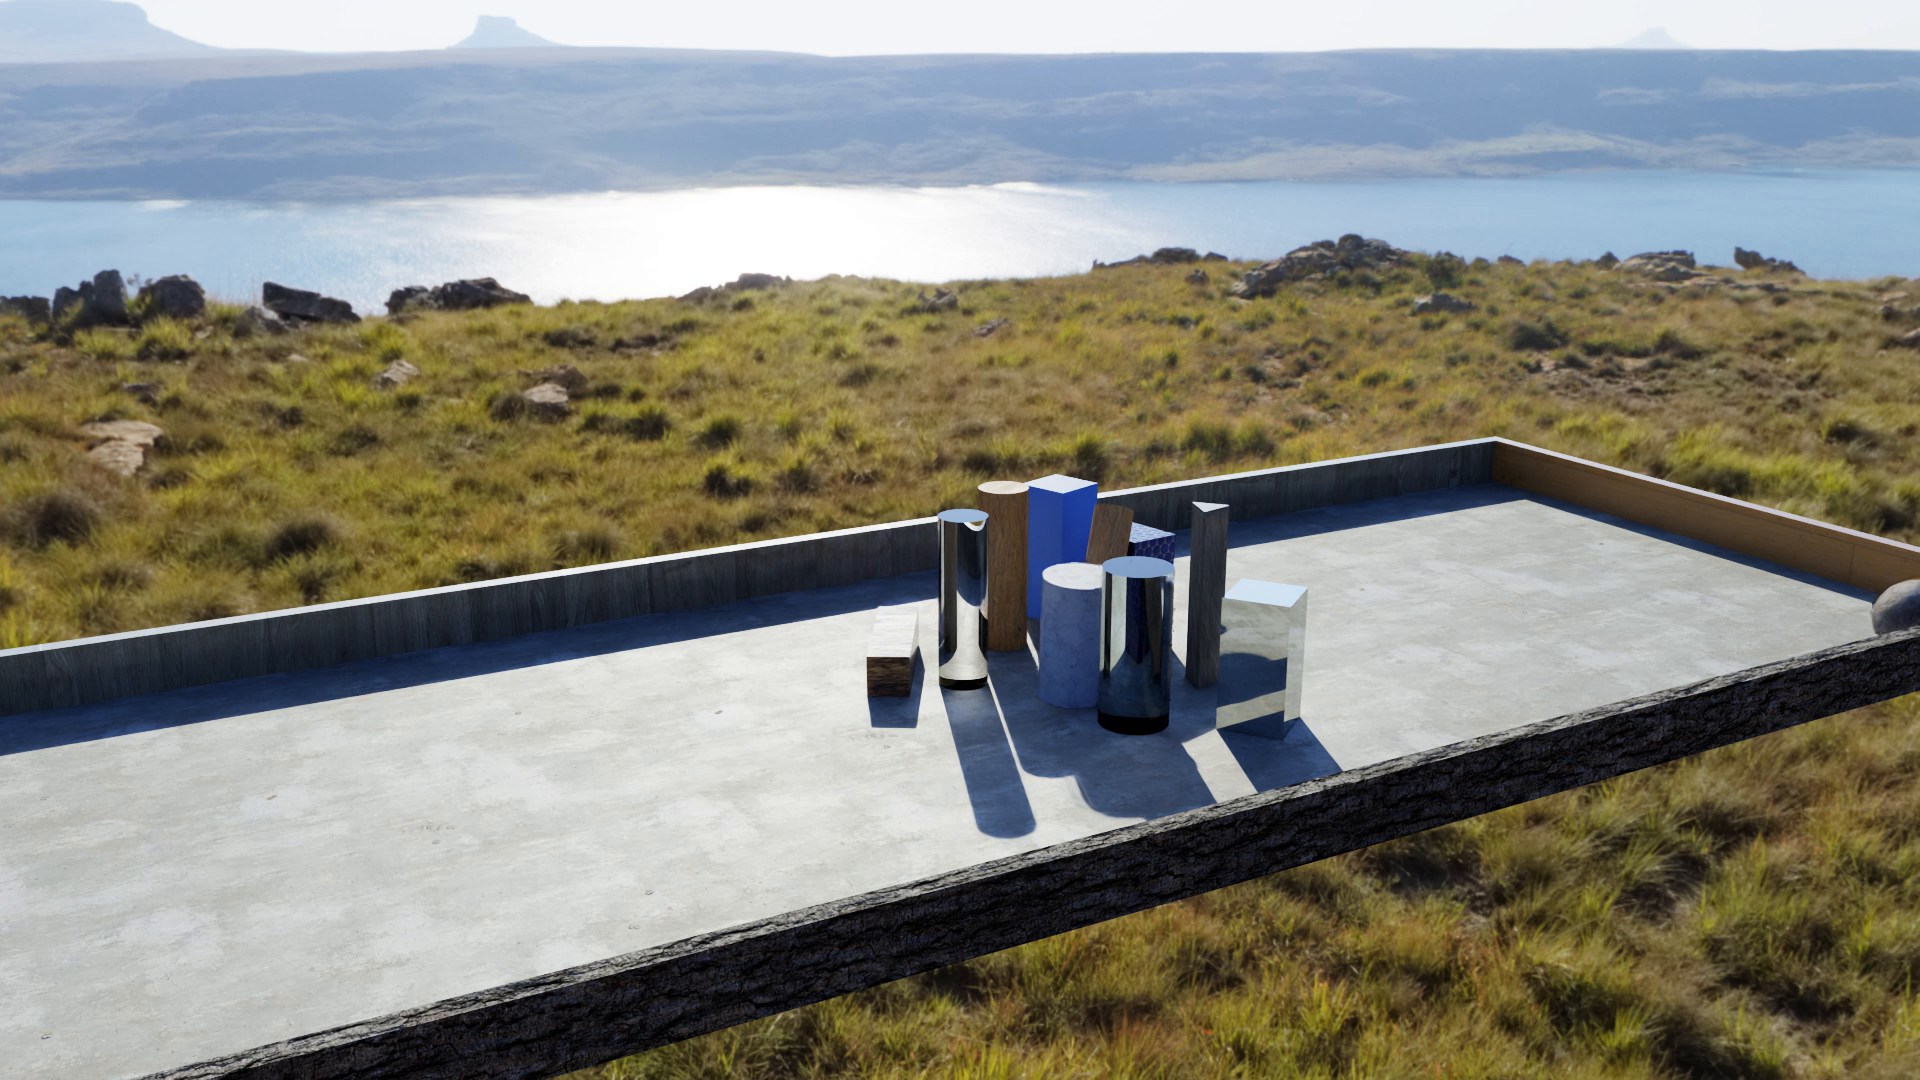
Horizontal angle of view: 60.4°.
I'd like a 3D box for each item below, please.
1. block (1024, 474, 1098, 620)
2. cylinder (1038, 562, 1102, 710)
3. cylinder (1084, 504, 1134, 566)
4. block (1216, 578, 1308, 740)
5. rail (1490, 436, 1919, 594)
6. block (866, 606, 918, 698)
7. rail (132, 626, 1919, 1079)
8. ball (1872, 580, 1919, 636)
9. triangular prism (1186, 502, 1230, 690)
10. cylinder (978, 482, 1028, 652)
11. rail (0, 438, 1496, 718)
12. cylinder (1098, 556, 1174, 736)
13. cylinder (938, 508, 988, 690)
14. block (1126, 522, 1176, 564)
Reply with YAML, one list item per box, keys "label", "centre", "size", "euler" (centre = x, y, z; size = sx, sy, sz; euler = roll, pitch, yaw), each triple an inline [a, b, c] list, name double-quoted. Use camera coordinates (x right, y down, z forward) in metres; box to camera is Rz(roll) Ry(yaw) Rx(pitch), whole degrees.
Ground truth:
- label: "block"
  centre: [0.274, 0.026, 4.593]
  size: [0.150, 0.379, 0.150]
  euler: [15, 22, 41]
- label: "cylinder"
  centre: [0.284, 0.231, 4.002]
  size: [0.180, 0.310, 0.180]
  euler: [1, 20, 0]
- label: "cylinder"
  centre: [0.361, 0.119, 4.213]
  size: [0.103, 0.412, 0.103]
  euler: [10, -8, 1]
- label: "block"
  centre: [0.703, 0.276, 3.842]
  size: [0.159, 0.324, 0.159]
  euler: [8, 18, 24]
- label: "rail"
  centre: [2.466, -0.048, 5.253]
  size: [0.050, 0.150, 2.100]
  euler: [-9, 18, -27]
- label: "block"
  centre: [-0.169, 0.281, 4.211]
  size: [0.105, 0.105, 0.380]
  euler: [1, 16, 2]
- label: "rail"
  centre: [-2.336, 1.006, 1.665]
  size: [12.000, 0.150, 0.050]
  euler: [-9, 18, -27]
- label: "ball"
  centre: [2.495, 0.204, 4.305]
  size: [0.200, 0.200, 0.200]
  euler: [0, 16, 0]
- label: "triangular prism"
  centre: [0.597, 0.135, 4.085]
  size: [0.089, 0.458, 0.077]
  euler: [-14, 21, -38]
- label: "cylinder"
  centre: [0.113, 0.069, 4.358]
  size: [0.132, 0.430, 0.132]
  euler: [0, 16, 0]
- label: "rail"
  centre: [-3.305, 0.497, 3.399]
  size: [12.000, 0.150, 0.050]
  euler: [-9, 18, -27]
- label: "cylinder"
  centre: [0.409, 0.245, 3.843]
  size: [0.168, 0.382, 0.168]
  euler: [0, 16, 0]
- label: "cylinder"
  centre: [0.008, 0.148, 4.082]
  size: [0.124, 0.433, 0.124]
  euler: [0, 16, 0]
- label: "block"
  centre: [0.453, 0.126, 4.379]
  size: [0.155, 0.302, 0.155]
  euler: [-10, 19, -40]
